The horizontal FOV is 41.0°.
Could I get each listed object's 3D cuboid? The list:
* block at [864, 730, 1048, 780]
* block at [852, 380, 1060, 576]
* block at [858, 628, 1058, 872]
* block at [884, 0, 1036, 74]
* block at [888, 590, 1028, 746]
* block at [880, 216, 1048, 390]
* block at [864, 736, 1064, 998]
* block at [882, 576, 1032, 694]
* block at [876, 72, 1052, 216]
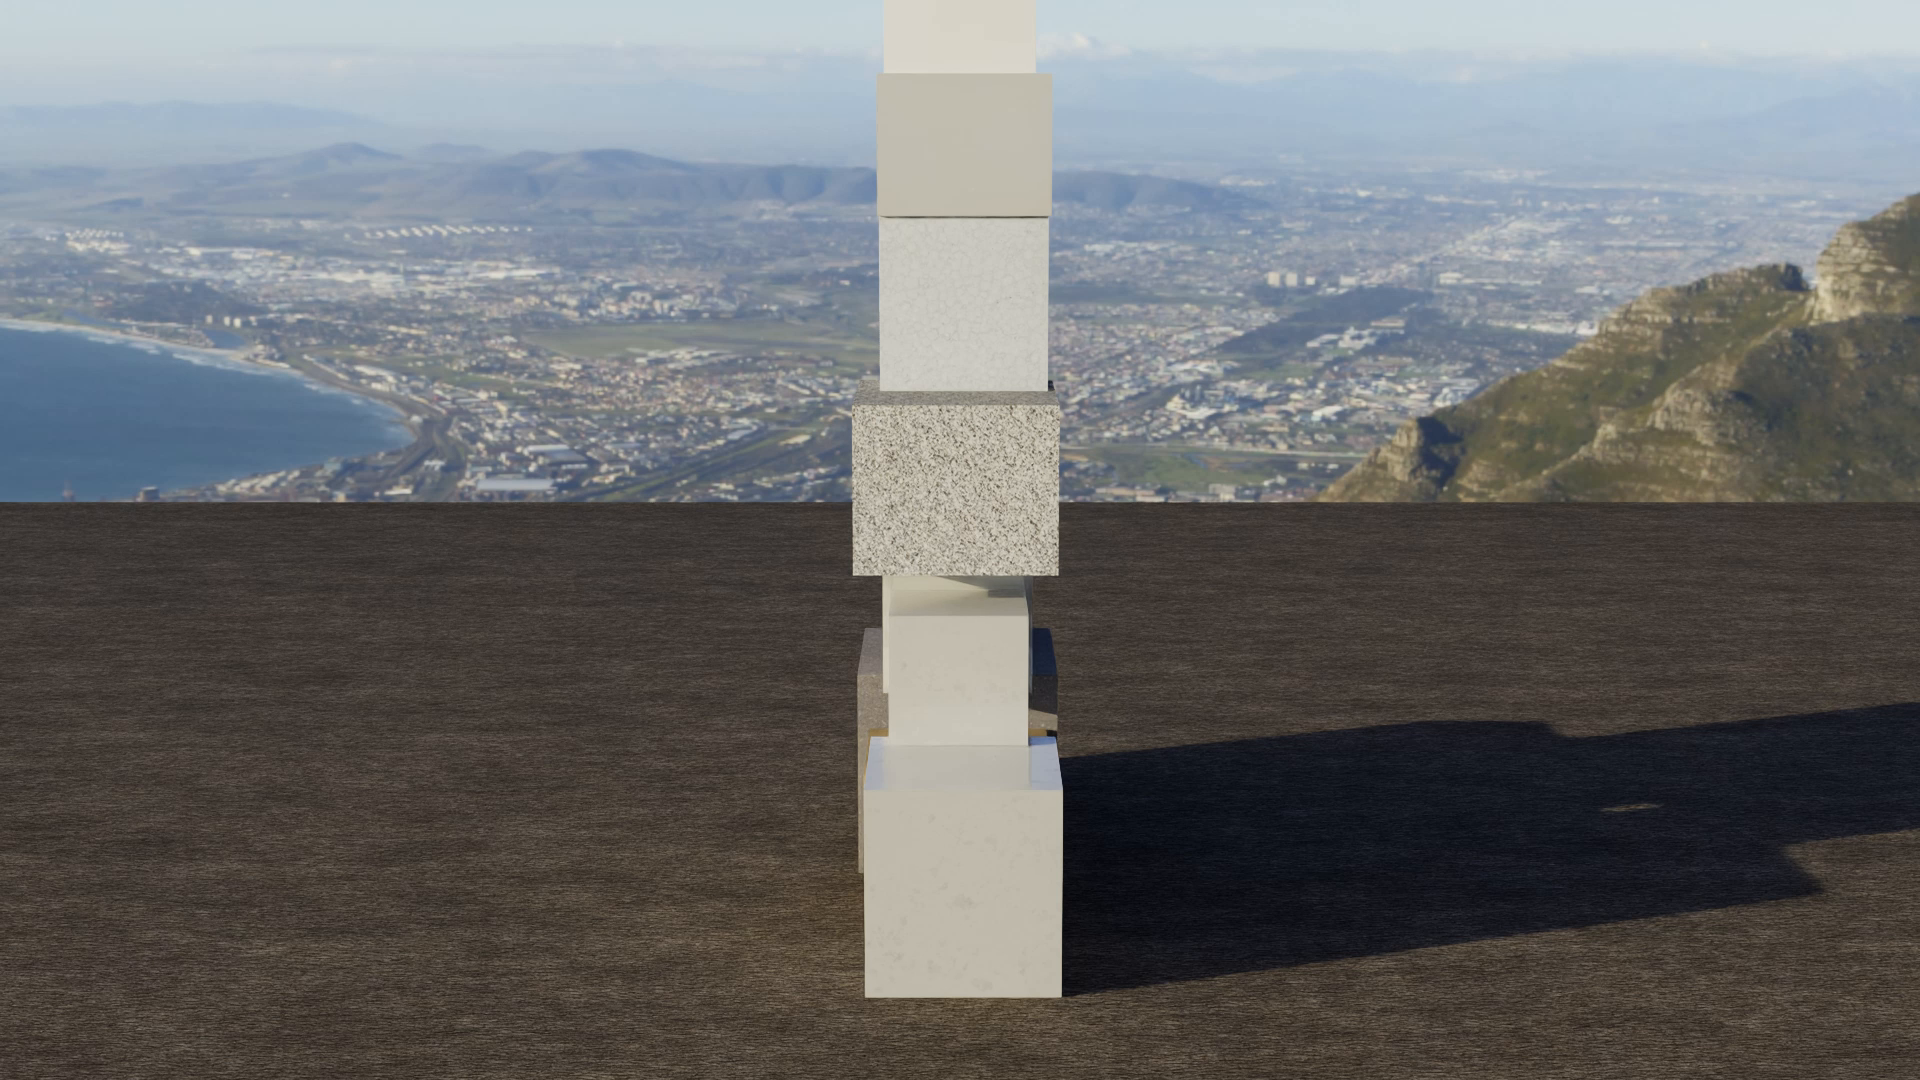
[{"bbox_3d":[-0.008,1.224,10.981,0.777,0.662,0.746,0,10,0],"label":"block"},{"bbox_3d":[-0.017,-0.274,10.781,0.834,0.697,0.844,0,10,0],"label":"block"},{"bbox_3d":[-0.011,0.950,11.810,0.879,0.905,0.963,0,10,0],"label":"block"},{"bbox_3d":[-0.001,-2.284,10.759,0.623,0.641,0.601,0,10,0],"label":"block"},{"bbox_3d":[-0.006,0.522,10.603,0.562,0.532,0.567,0,9,0],"label":"block"},{"bbox_3d":[0.016,-1.038,10.988,0.704,0.731,0.595,0,10,0],"label":"block"},{"bbox_3d":[0.013,1.284,10.196,0.756,0.826,0.799,0,10,0],"label":"block"},{"bbox_3d":[-0.010,0.305,11.185,0.634,0.588,0.646,0,10,0],"label":"block"},{"bbox_3d":[0.018,-1.683,10.869,0.723,0.581,0.637,0,10,0],"label":"block"}]
